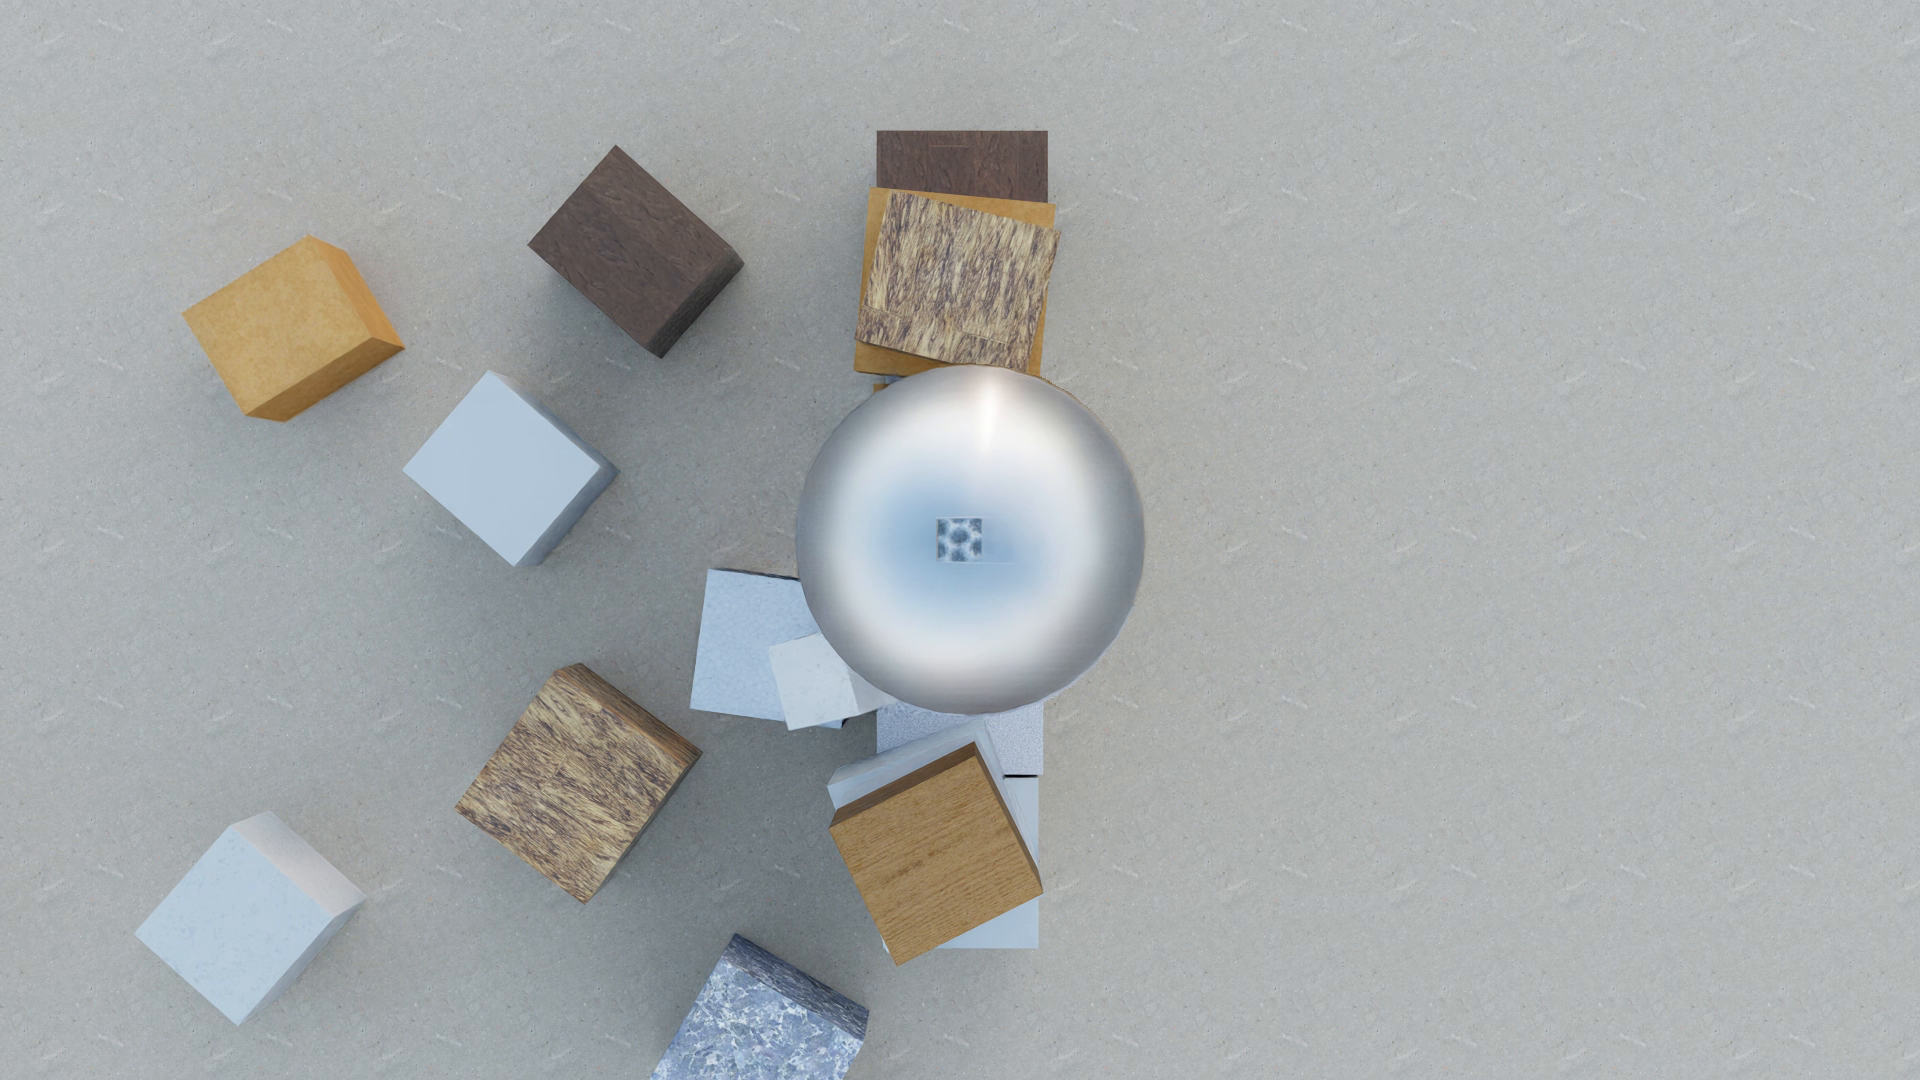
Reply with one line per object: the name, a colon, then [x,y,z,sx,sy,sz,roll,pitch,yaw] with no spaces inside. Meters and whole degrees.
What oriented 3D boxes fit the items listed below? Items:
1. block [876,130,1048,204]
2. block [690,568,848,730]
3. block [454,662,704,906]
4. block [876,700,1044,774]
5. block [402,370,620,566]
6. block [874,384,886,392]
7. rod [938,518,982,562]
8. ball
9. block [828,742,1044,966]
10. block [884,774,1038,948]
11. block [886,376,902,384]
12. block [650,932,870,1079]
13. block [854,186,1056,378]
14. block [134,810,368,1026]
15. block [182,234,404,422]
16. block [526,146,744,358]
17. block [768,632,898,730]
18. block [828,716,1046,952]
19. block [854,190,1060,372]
block: [0.012,-1.798,12.512,0.937,0.976,0.883,0,90,0]
block: [-1.033,0.608,12.635,0.854,0.730,0.786,8,90,0]
block: [-2.159,1.372,12.582,0.903,0.835,0.948,36,90,0]
block: [0.001,0.826,12.554,0.915,0.892,0.929,0,90,0]
block: [-2.558,-0.400,12.631,0.826,0.738,0.738,41,90,0]
block: [-0.017,-0.360,11.656,0.875,0.816,0.860,2,90,0]
rod: [0.020,0.000,6.624,0.080,5.200,0.080,0,90,0]
ball: [0.047,0.000,10.024,1.600,1.600,1.600,0,90,0]
block: [-0.114,1.524,10.818,0.780,0.769,0.730,-26,90,0]
block: [0.004,1.776,12.541,0.853,0.917,0.933,0,90,0]
block: [-0.004,-0.939,12.568,0.812,0.864,0.813,0,90,0]
block: [-1.152,2.929,12.590,0.921,0.821,0.875,30,90,0]
block: [-0.028,-1.298,11.531,0.935,0.992,0.921,5,94,0]
block: [-4.058,2.156,12.643,0.776,0.714,0.809,42,90,0]
block: [-3.809,-1.199,12.628,0.837,0.744,0.669,-32,90,0]
block: [-1.842,-1.638,12.626,0.865,0.747,0.749,41,90,0]
block: [-0.673,0.722,11.953,0.491,0.432,0.467,-15,90,34]
block: [-0.122,1.534,11.643,0.856,0.880,0.905,-20,90,0]
block: [-0.011,-1.207,10.610,0.815,0.857,0.710,14,93,-1]
